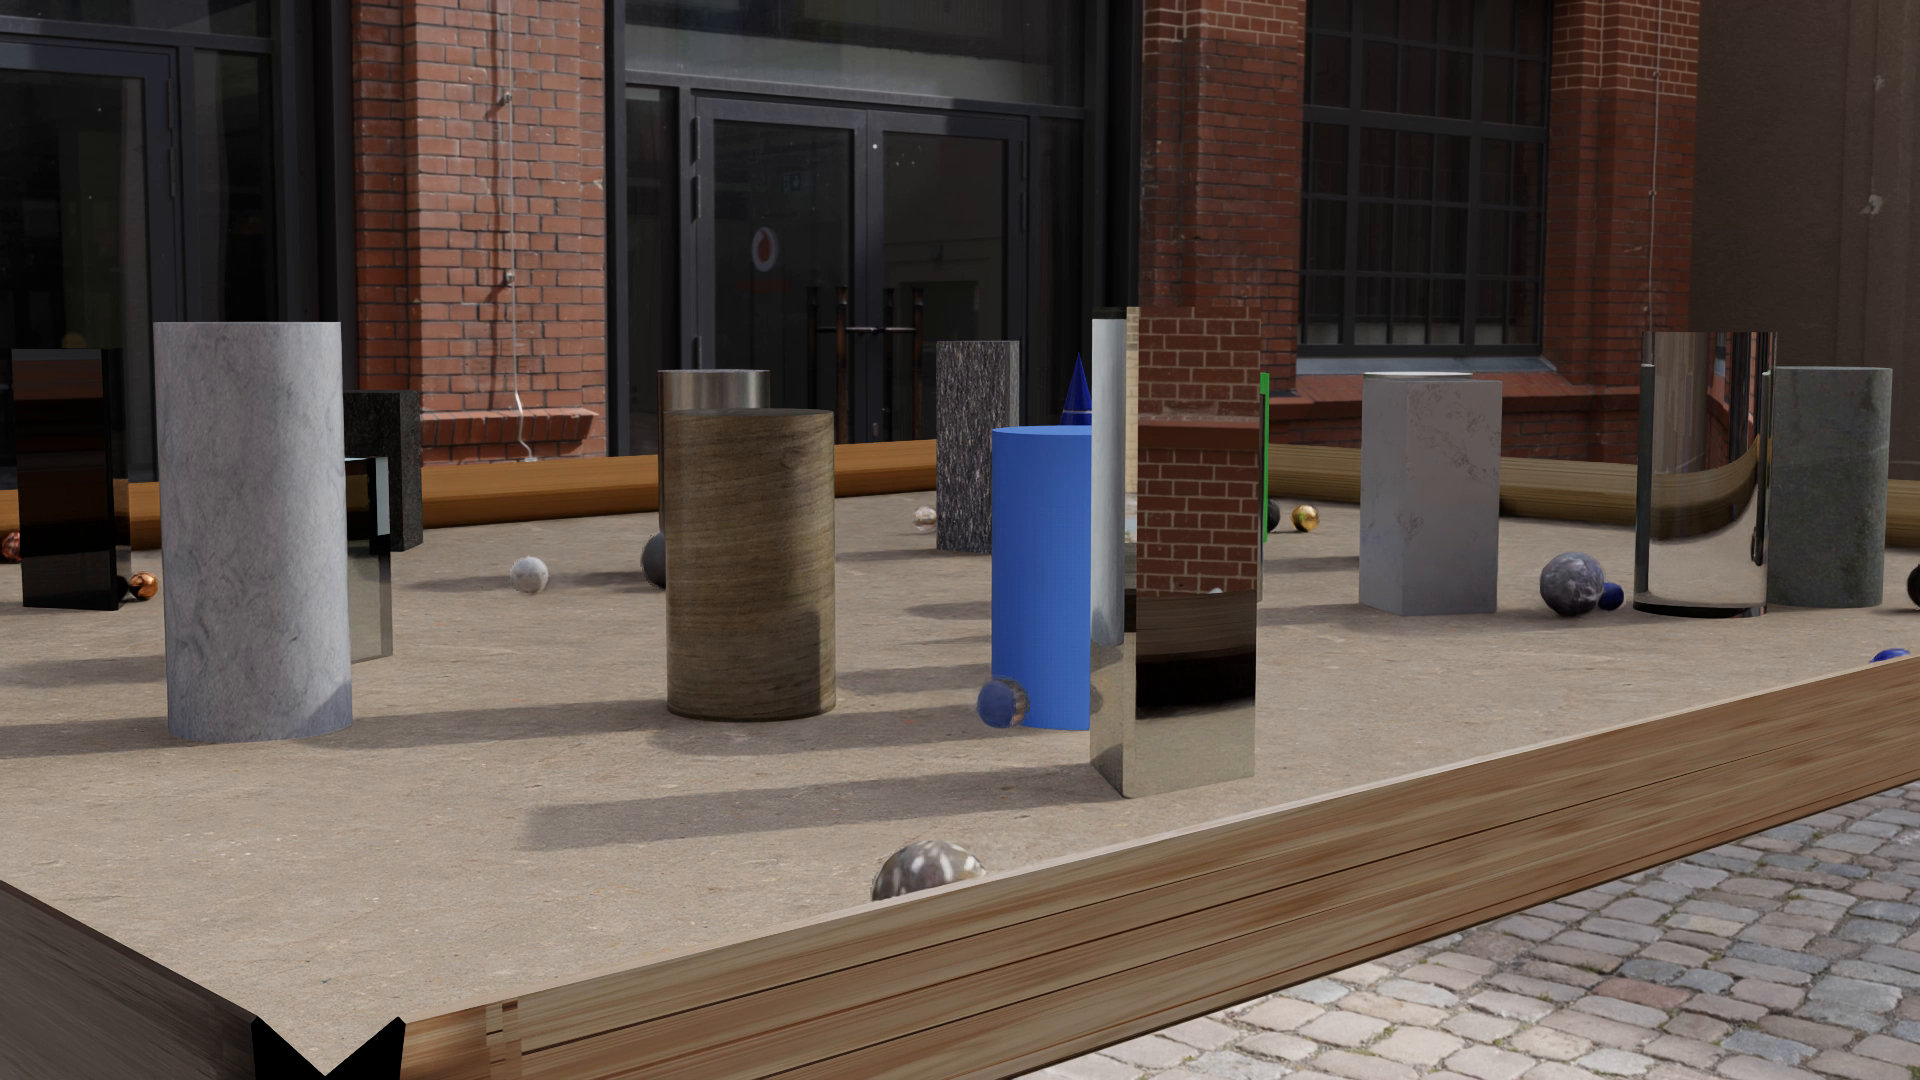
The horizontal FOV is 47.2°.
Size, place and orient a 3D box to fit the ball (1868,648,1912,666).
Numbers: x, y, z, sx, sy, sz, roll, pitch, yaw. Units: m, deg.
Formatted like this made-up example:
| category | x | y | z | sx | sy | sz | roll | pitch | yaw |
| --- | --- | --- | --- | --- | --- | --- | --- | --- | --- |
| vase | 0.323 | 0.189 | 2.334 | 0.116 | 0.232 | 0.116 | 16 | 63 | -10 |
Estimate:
| category | x | y | z | sx | sy | sz | roll | pitch | yaw |
| --- | --- | --- | --- | --- | --- | --- | --- | --- | --- |
| ball | 1.045 | 0.154 | 2.454 | 0.065 | 0.065 | 0.065 | 0 | 6 | 0 |

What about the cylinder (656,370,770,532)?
| category | x | y | z | sx | sy | sz | roll | pitch | yaw |
| --- | --- | --- | --- | --- | --- | --- | --- | --- | --- |
| cylinder | -0.409 | -0.112 | 3.670 | 0.188 | 0.339 | 0.188 | 0 | 6 | 0 |

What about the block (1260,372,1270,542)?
| category | x | y | z | sx | sy | sz | roll | pitch | yaw |
| --- | --- | --- | --- | --- | --- | --- | --- | --- | --- |
| block | 0.479 | -0.157 | 4.183 | 0.150 | 0.321 | 0.150 | -4 | 7 | -35 |

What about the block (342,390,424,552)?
| category | x | y | z | sx | sy | sz | roll | pitch | yaw |
| --- | --- | --- | --- | --- | --- | --- | --- | --- | --- |
| block | -1.092 | -0.131 | 4.078 | 0.150 | 0.290 | 0.150 | 0 | 6 | 0 |

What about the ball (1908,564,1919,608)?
| category | x | y | z | sx | sy | sz | roll | pitch | yaw |
| --- | --- | --- | --- | --- | --- | --- | --- | --- | --- |
| ball | 1.428 | 0.067 | 3.216 | 0.078 | 0.078 | 0.078 | 0 | 6 | 0 |

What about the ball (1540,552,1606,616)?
| category | x | y | z | sx | sy | sz | roll | pitch | yaw |
| --- | --- | --- | --- | --- | --- | --- | --- | --- | --- |
| ball | 0.885 | 0.064 | 3.181 | 0.092 | 0.092 | 0.092 | 0 | 6 | 0 |

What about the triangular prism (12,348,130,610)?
| category | x | y | z | sx | sy | sz | roll | pitch | yaw |
| --- | --- | --- | --- | --- | --- | --- | --- | --- | --- |
| triangular prism | -1.300 | -0.096 | 3.306 | 0.162 | 0.383 | 0.141 | 2 | 6 | 17 |

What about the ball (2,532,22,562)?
| category | x | y | z | sx | sy | sz | roll | pitch | yaw |
| --- | --- | --- | --- | --- | --- | --- | --- | --- | --- |
| ball | -1.647 | 0.013 | 3.844 | 0.053 | 0.053 | 0.053 | 0 | 6 | 0 |

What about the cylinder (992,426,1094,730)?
| category | x | y | z | sx | sy | sz | roll | pitch | yaw |
| --- | --- | --- | --- | --- | --- | --- | --- | --- | --- |
| cylinder | 0.128 | 0.036 | 2.400 | 0.188 | 0.312 | 0.188 | 0 | 6 | 0 |

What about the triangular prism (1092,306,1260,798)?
| category | x | y | z | sx | sy | sz | roll | pitch | yaw |
| --- | --- | --- | --- | --- | --- | --- | --- | --- | --- |
| triangular prism | 0.173 | 0.003 | 2.081 | 0.162 | 0.445 | 0.141 | -5 | 8 | -38 |

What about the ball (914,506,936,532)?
| category | x | y | z | sx | sy | sz | roll | pitch | yaw |
| --- | --- | --- | --- | --- | --- | --- | --- | --- | --- |
| ball | -0.068 | -0.042 | 4.377 | 0.051 | 0.051 | 0.051 | 0 | 6 | 0 |

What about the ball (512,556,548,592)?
| category | x | y | z | sx | sy | sz | roll | pitch | yaw |
| --- | --- | --- | --- | --- | --- | --- | --- | --- | --- |
| ball | -0.671 | 0.054 | 3.440 | 0.056 | 0.056 | 0.056 | 0 | 6 | 0 |

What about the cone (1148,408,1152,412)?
| category | x | y | z | sx | sy | sz | roll | pitch | yaw |
| --- | --- | --- | --- | --- | --- | --- | --- | --- | --- |
| cone | 0.261 | -0.029 | 3.027 | 0.188 | 0.309 | 0.188 | 0 | 6 | 0 |

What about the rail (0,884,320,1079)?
| category | x | y | z | sx | sy | sz | roll | pitch | yaw |
| --- | --- | --- | --- | --- | --- | --- | --- | --- | --- |
| rail | -1.323 | 0.160 | 2.119 | 0.045 | 0.122 | 3.096 | -6 | 8 | -42 |

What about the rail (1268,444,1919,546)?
| category | x | y | z | sx | sy | sz | roll | pitch | yaw |
| --- | --- | --- | --- | --- | --- | --- | --- | --- | --- |
| rail | 1.323 | -0.097 | 4.546 | 0.045 | 0.122 | 3.096 | -6 | 8 | -42 |

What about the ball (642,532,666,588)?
| category | x | y | z | sx | sy | sz | roll | pitch | yaw |
| --- | --- | --- | --- | --- | --- | --- | --- | --- | --- |
| ball | -0.455 | 0.032 | 3.477 | 0.094 | 0.094 | 0.094 | 0 | 6 | 0 |

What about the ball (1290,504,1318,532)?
| category | x | y | z | sx | sy | sz | roll | pitch | yaw |
| --- | --- | --- | --- | --- | --- | --- | --- | --- | --- |
| ball | 0.684 | -0.043 | 4.369 | 0.054 | 0.054 | 0.054 | 0 | 6 | 0 |

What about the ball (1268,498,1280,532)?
| category | x | y | z | sx | sy | sz | roll | pitch | yaw |
| --- | --- | --- | --- | --- | --- | --- | --- | --- | --- |
| ball | 0.600 | -0.049 | 4.353 | 0.069 | 0.069 | 0.069 | 0 | 6 | 0 |

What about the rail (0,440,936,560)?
| category | x | y | z | sx | sy | sz | roll | pitch | yaw |
| --- | --- | --- | --- | --- | --- | --- | --- | --- | --- |
| rail | -1.034 | -0.086 | 4.446 | 3.647 | 0.122 | 0.045 | -6 | 8 | -42 |

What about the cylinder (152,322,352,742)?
| category | x | y | z | sx | sy | sz | roll | pitch | yaw |
| --- | --- | --- | --- | --- | --- | --- | --- | --- | --- |
| cylinder | -0.746 | -0.015 | 2.327 | 0.188 | 0.428 | 0.188 | 0 | 6 | 0 |

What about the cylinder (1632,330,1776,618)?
| category | x | y | z | sx | sy | sz | roll | pitch | yaw |
| --- | --- | --- | --- | --- | --- | --- | --- | --- | --- |
| cylinder | 1.092 | -0.101 | 3.228 | 0.188 | 0.409 | 0.188 | 0 | 6 | 0 |

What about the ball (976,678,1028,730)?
| category | x | y | z | sx | sy | sz | roll | pitch | yaw |
| --- | --- | --- | --- | --- | --- | --- | --- | --- | --- |
| ball | 0.045 | 0.173 | 2.325 | 0.055 | 0.055 | 0.055 | 0 | 6 | 0 |

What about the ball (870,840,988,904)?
| category | x | y | z | sx | sy | sz | roll | pitch | yaw |
| --- | --- | --- | --- | --- | --- | --- | --- | --- | --- |
| ball | -0.019 | 0.246 | 1.496 | 0.084 | 0.084 | 0.084 | 0 | 6 | 0 |

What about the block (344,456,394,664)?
| category | x | y | z | sx | sy | sz | roll | pitch | yaw |
| --- | --- | --- | --- | --- | --- | --- | --- | --- | --- |
| block | -0.827 | 0.025 | 2.771 | 0.150 | 0.255 | 0.150 | 3 | 7 | 25 |

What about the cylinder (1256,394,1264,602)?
| category | x | y | z | sx | sy | sz | roll | pitch | yaw |
| --- | --- | --- | --- | --- | --- | --- | --- | --- | --- |
| cylinder | 0.369 | -0.066 | 3.354 | 0.188 | 0.313 | 0.188 | 0 | 6 | 0 |

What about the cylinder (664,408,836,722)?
| category | x | y | z | sx | sy | sz | roll | pitch | yaw |
| --- | --- | --- | --- | --- | --- | --- | --- | --- | --- |
| cylinder | -0.233 | 0.023 | 2.441 | 0.188 | 0.329 | 0.188 | 0 | 6 | 0 |

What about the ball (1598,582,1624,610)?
| category | x | y | z | sx | sy | sz | roll | pitch | yaw |
| --- | --- | --- | --- | --- | --- | --- | --- | --- | --- |
| ball | 0.957 | 0.082 | 3.240 | 0.042 | 0.042 | 0.042 | 0 | 6 | 0 |

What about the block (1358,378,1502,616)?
| category | x | y | z | sx | sy | sz | roll | pitch | yaw |
| --- | --- | --- | --- | --- | --- | --- | --- | --- | --- |
| block | 0.693 | -0.067 | 3.250 | 0.150 | 0.338 | 0.150 | -2 | 6 | -14 |

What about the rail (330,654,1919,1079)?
| category | x | y | z | sx | sy | sz | roll | pitch | yaw |
| --- | --- | --- | --- | --- | --- | --- | --- | --- | --- |
| rail | 1.034 | 0.150 | 2.218 | 3.647 | 0.122 | 0.045 | -6 | 8 | -42 |

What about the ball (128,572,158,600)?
| category | x | y | z | sx | sy | sz | roll | pitch | yaw |
| --- | --- | --- | --- | --- | --- | --- | --- | --- | --- |
| ball | -1.247 | 0.071 | 3.357 | 0.041 | 0.041 | 0.041 | 0 | 6 | 0 |

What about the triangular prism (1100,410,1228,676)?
| category | x | y | z | sx | sy | sz | roll | pitch | yaw |
| --- | --- | --- | --- | --- | --- | --- | --- | --- | --- |
| triangular prism | 0.235 | -0.003 | 2.758 | 0.141 | 0.314 | 0.162 | 4 | 7 | 33 |

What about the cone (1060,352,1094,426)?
| category | x | y | z | sx | sy | sz | roll | pitch | yaw |
| --- | --- | --- | --- | --- | --- | --- | --- | --- | --- |
| cone | 0.238 | -0.201 | 4.430 | 0.188 | 0.356 | 0.188 | 0 | 6 | 0 |

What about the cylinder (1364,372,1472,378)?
| category | x | y | z | sx | sy | sz | roll | pitch | yaw |
| --- | --- | --- | --- | --- | --- | --- | --- | --- | --- |
| cylinder | 0.802 | -0.128 | 3.867 | 0.188 | 0.329 | 0.188 | 0 | 6 | 0 |

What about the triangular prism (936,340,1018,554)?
| category | x | y | z | sx | sy | sz | roll | pitch | yaw |
| --- | --- | --- | --- | --- | --- | --- | --- | --- | --- |
| triangular prism | 0.064 | -0.174 | 4.048 | 0.162 | 0.383 | 0.141 | 5 | 8 | 37 |

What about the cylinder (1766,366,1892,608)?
| category | x | y | z | sx | sy | sz | roll | pitch | yaw |
| --- | --- | --- | --- | --- | --- | --- | --- | --- | --- |
| cylinder | 1.306 | -0.084 | 3.338 | 0.188 | 0.353 | 0.188 | 0 | 6 | 0 |
